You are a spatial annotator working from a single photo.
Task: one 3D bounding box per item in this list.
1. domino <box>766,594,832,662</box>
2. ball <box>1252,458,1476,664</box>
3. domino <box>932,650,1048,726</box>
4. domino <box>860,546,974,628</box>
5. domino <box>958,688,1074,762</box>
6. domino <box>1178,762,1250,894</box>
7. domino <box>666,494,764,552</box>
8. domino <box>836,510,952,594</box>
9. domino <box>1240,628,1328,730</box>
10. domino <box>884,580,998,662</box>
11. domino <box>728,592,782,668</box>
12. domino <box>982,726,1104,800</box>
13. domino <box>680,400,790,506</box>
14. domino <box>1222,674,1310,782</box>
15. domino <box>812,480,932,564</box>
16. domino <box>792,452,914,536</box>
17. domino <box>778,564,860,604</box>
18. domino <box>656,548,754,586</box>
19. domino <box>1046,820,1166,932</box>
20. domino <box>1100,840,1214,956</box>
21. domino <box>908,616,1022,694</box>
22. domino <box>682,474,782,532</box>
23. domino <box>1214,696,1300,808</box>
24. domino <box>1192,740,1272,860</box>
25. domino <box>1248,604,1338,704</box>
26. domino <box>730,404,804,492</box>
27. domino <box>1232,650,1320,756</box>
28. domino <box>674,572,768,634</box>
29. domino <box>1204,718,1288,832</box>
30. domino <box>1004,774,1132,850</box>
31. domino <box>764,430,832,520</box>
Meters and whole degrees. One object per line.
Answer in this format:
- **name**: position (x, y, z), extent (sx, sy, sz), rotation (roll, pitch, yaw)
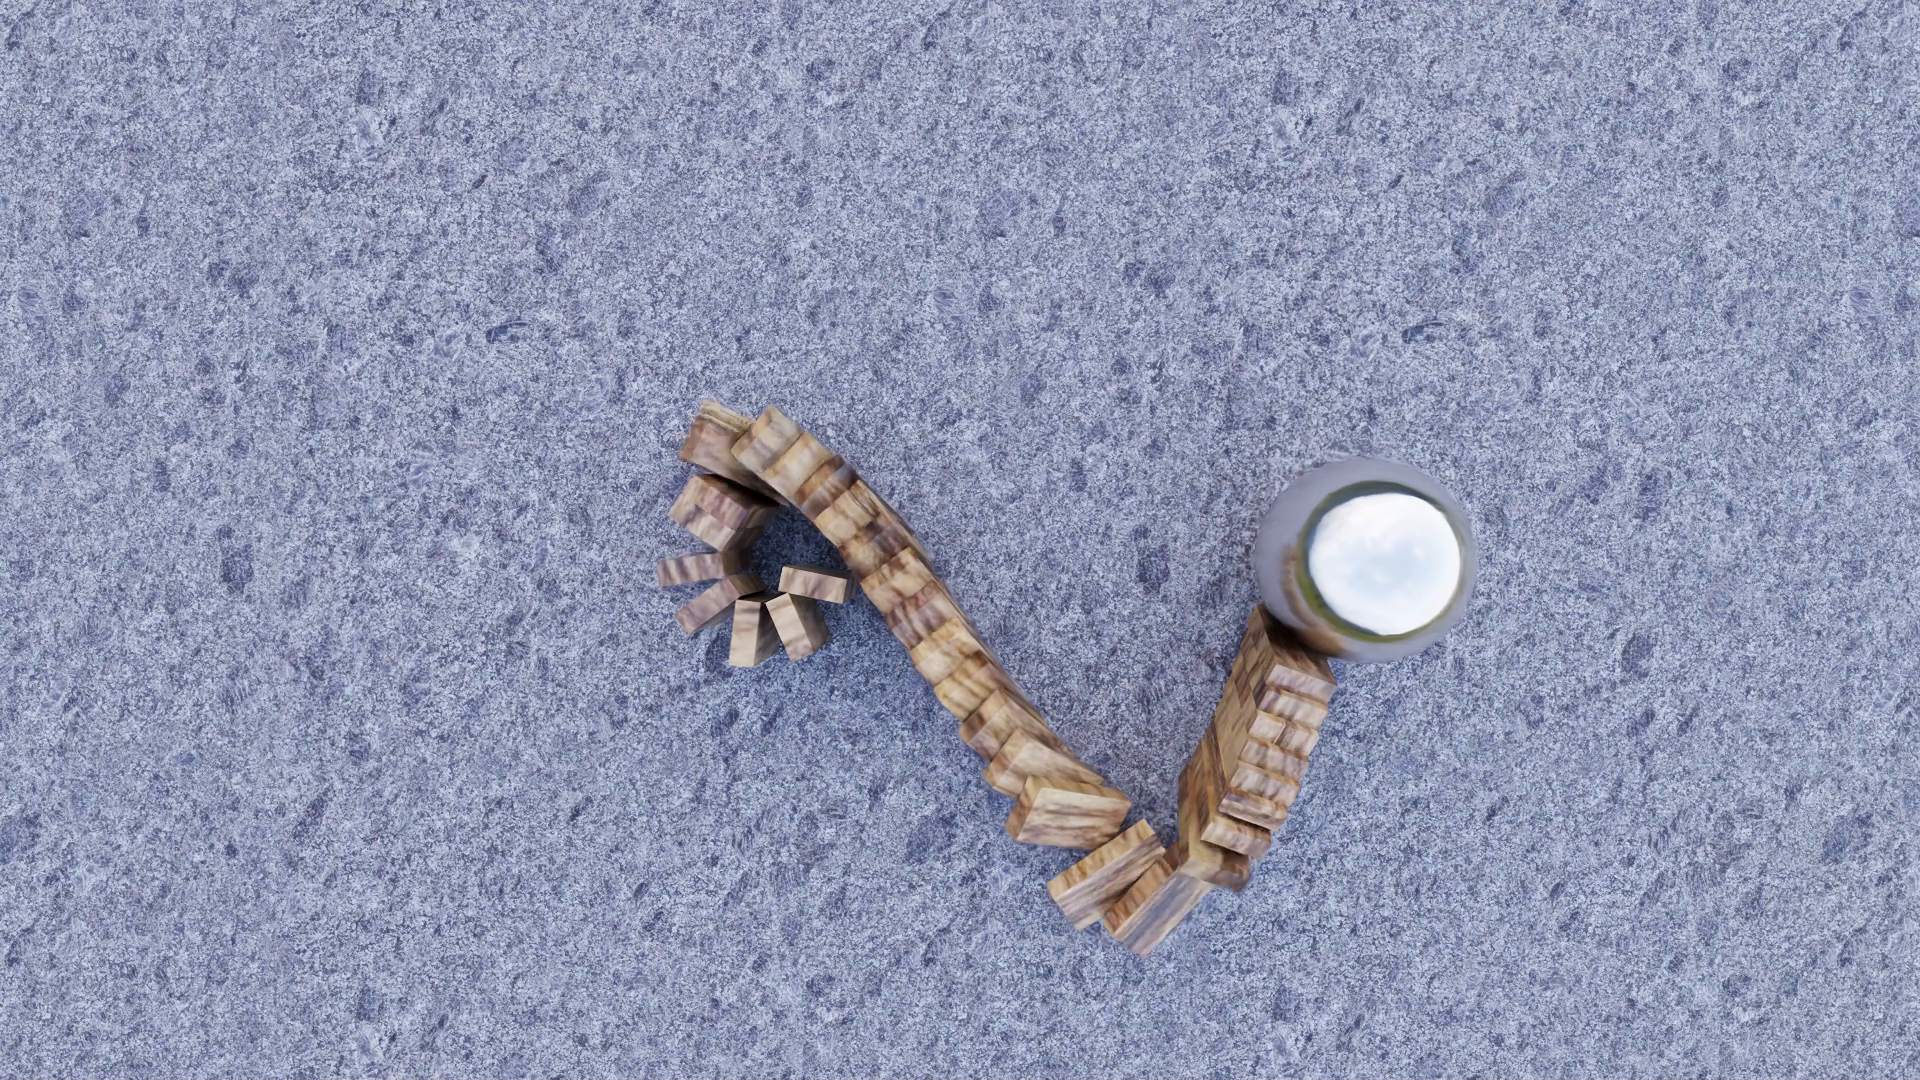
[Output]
- **domino**: position (-0.065, 0.034, 0.375), extent (0.009, 0.050, 0.025), rotation (-24, 90, 0)
- **ball**: position (0.157, 0.008, 0.360), extent (0.080, 0.080, 0.080), rotation (0, 90, 0)
- **domino**: position (0.013, 0.070, 0.382), extent (0.025, 0.009, 0.050), rotation (-40, 125, 0)
- **domino**: position (-0.017, 0.027, 0.380), extent (0.025, 0.010, 0.050), rotation (-37, 131, 0)
- **domino**: position (0.024, 0.084, 0.382), extent (0.025, 0.010, 0.050), rotation (-46, 125, 0)
- **domino**: position (0.104, 0.117, 0.377), extent (0.025, 0.050, 0.009), rotation (20, 125, 0)
- **domino**: position (-0.099, -0.007, 0.375), extent (0.025, 0.050, 0.010), rotation (34, 92, 0)
- **domino**: position (-0.026, 0.013, 0.379), extent (0.025, 0.010, 0.050), rotation (-39, 132, -3)
- **domino**: position (0.132, 0.056, 0.375), extent (0.025, 0.050, 0.010), rotation (20, 115, 0)
- **domino**: position (-0.007, 0.042, 0.381), extent (0.025, 0.009, 0.050), rotation (-37, 128, 0)
- **domino**: position (-0.082, 0.036, 0.375), extent (0.009, 0.050, 0.025), rotation (7, 90, 0)
- **domino**: position (0.035, 0.099, 0.382), extent (0.050, 0.010, 0.025), rotation (35, 92, -34)
- **domino**: position (-0.088, -0.035, 0.378), extent (0.050, 0.009, 0.025), rotation (28, 83, -44)
- **domino**: position (0.124, 0.075, 0.375), extent (0.025, 0.050, 0.009), rotation (20, 115, 0)
- **domino**: position (-0.035, 0.000, 0.379), extent (0.025, 0.009, 0.050), rotation (-42, 132, -2)
- **domino**: position (-0.043, -0.010, 0.379), extent (0.025, 0.010, 0.050), rotation (-44, 132, -1)
- **domino**: position (-0.056, 0.017, 0.375), extent (0.025, 0.050, 0.009), rotation (12, 90, 0)
- **domino**: position (-0.103, 0.010, 0.375), extent (0.025, 0.050, 0.009), rotation (-9, 93, 0)
- **domino**: position (0.065, 0.143, 0.390), extent (0.050, 0.009, 0.025), rotation (-34, 118, 0)
- **domino**: position (0.086, 0.151, 0.389), extent (0.050, 0.009, 0.025), rotation (-47, 120, 2)
- **domino**: position (0.003, 0.056, 0.381), extent (0.025, 0.010, 0.050), rotation (-39, 126, 0)
- **domino**: position (-0.092, -0.016, 0.375), extent (0.025, 0.050, 0.010), rotation (33, 96, 0)
- **domino**: position (0.121, 0.085, 0.375), extent (0.025, 0.050, 0.010), rotation (20, 115, 0)
- **domino**: position (0.111, 0.105, 0.376), extent (0.025, 0.050, 0.010), rotation (20, 118, 0)
- **domino**: position (0.135, 0.046, 0.375), extent (0.025, 0.050, 0.009), rotation (20, 115, 0)
- **domino**: position (-0.068, -0.030, 0.380), extent (0.025, 0.009, 0.050), rotation (-47, 132, 0)
- **domino**: position (0.128, 0.066, 0.375), extent (0.025, 0.050, 0.009), rotation (20, 115, 0)
- **domino**: position (-0.097, 0.025, 0.375), extent (0.025, 0.050, 0.009), rotation (-36, 90, 0)
- **domino**: position (0.116, 0.095, 0.375), extent (0.025, 0.050, 0.009), rotation (20, 115, 0)
- **domino**: position (0.046, 0.114, 0.381), extent (0.050, 0.010, 0.025), rotation (18, 101, -31)
- **domino**: position (-0.055, -0.019, 0.380), extent (0.025, 0.009, 0.050), rotation (-44, 130, 0)
